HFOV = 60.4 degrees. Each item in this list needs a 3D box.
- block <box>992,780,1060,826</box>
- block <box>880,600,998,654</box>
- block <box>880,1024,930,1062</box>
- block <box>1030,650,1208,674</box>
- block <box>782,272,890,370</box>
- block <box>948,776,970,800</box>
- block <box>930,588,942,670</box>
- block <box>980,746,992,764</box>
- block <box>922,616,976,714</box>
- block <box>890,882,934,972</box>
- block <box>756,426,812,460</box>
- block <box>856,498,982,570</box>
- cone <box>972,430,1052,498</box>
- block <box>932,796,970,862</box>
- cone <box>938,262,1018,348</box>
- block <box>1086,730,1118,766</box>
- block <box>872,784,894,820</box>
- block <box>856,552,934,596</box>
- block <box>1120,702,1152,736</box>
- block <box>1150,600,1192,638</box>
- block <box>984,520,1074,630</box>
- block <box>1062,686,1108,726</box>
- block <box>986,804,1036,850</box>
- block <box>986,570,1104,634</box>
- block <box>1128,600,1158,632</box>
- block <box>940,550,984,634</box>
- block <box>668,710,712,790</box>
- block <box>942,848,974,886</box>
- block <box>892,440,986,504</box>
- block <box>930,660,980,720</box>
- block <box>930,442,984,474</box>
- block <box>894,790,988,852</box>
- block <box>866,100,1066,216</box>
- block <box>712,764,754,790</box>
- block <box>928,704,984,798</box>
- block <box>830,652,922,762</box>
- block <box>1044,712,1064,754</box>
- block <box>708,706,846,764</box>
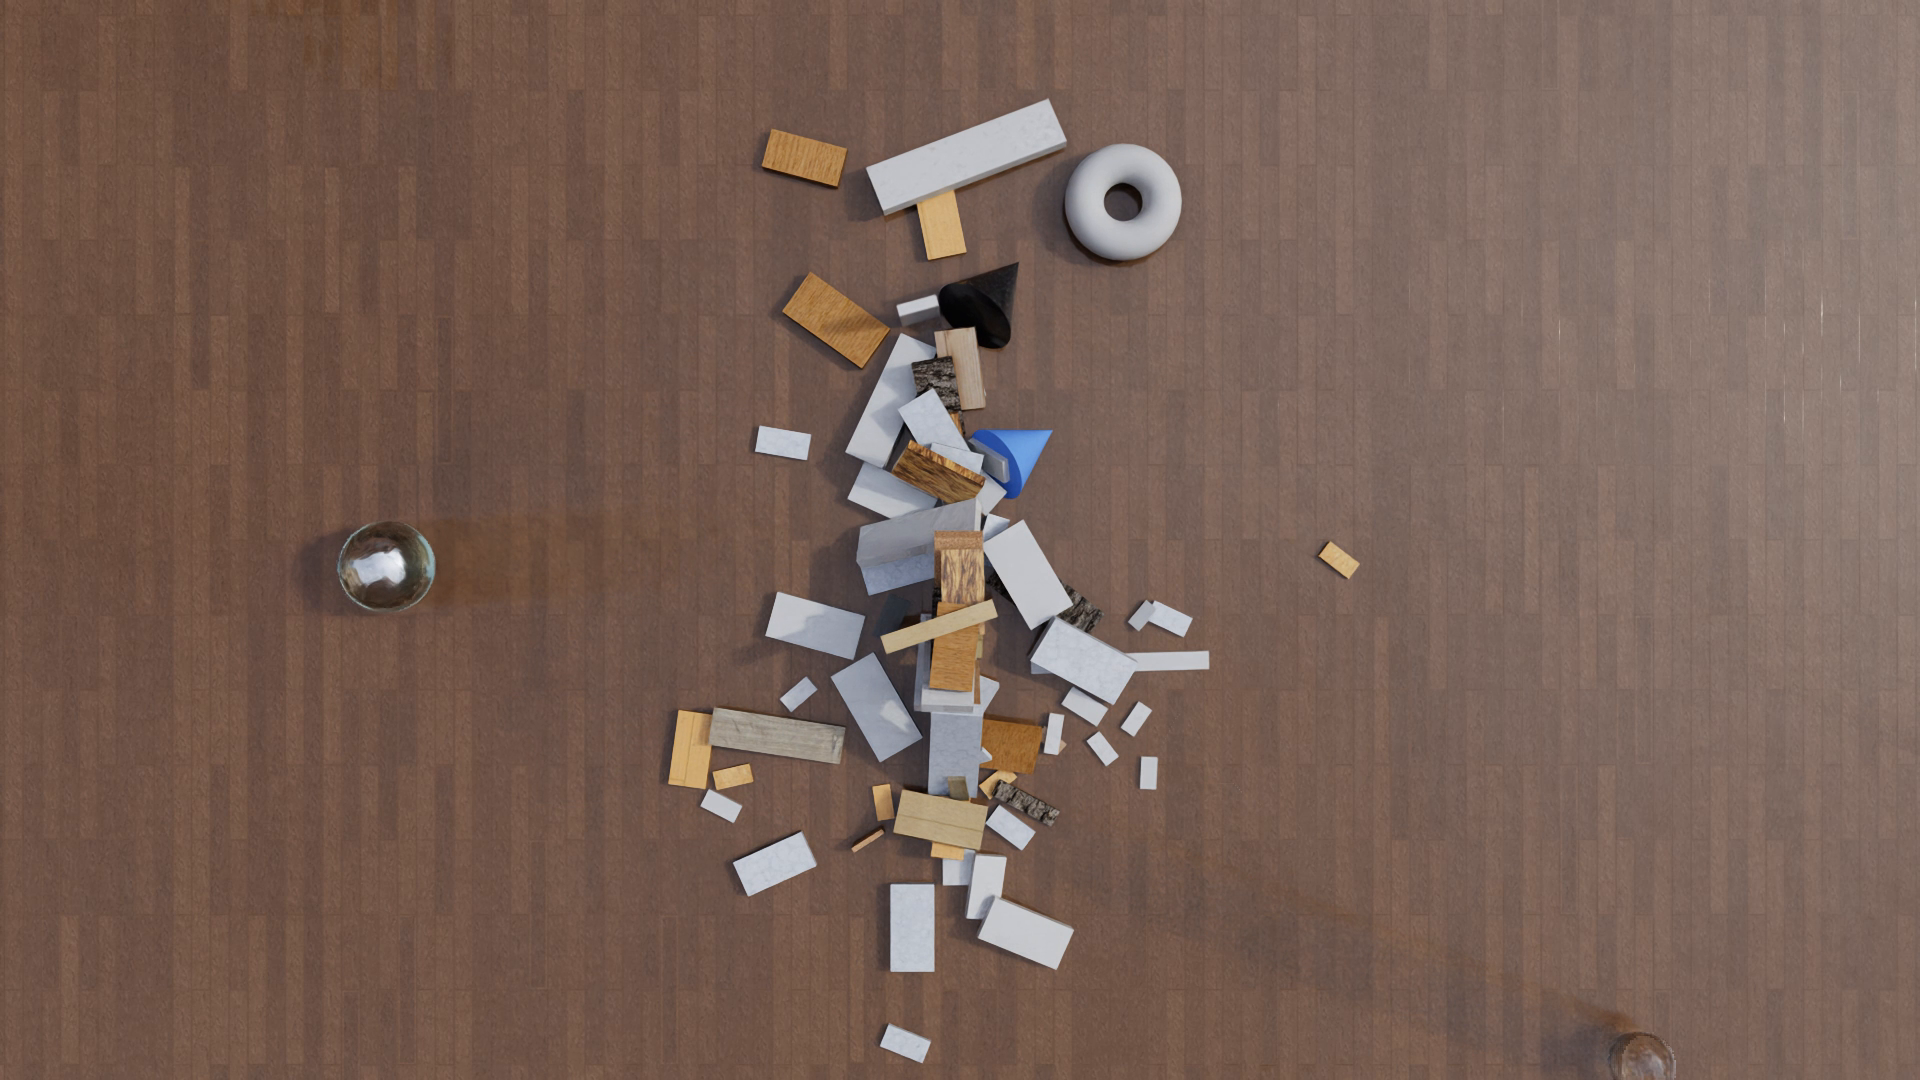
[{"bbox_3d":[0.218,0.873,5.482,0.227,0.017,0.058,28,92,-4],"label":"block"},{"bbox_3d":[-0.064,0.267,5.084,0.362,0.016,0.058,-18,88,-1],"label":"block"},{"bbox_3d":[-0.181,1.675,5.489,0.152,0.022,0.076,22,90,0],"label":"block"},{"bbox_3d":[0.532,0.408,5.492,0.591,0.017,0.059,-2,90,0],"label":"block"},{"bbox_3d":[-0.410,-0.728,5.477,0.324,0.046,0.162,36,90,0],"label":"block"},{"bbox_3d":[-0.005,0.816,5.412,0.059,0.118,0.017,-2,47,7],"label":"block"},{"bbox_3d":[-0.023,0.282,5.193,0.133,0.038,0.265,1,69,0],"label":"block"},{"bbox_3d":[0.039,0.713,5.389,0.117,0.017,0.058,-21,132,25],"label":"block"},{"bbox_3d":[-0.034,0.392,5.206,0.162,0.046,0.323,2,55,0],"label":"block"},{"bbox_3d":[-0.158,1.285,5.480,0.144,0.041,0.288,0,90,0],"label":"block"},{"bbox_3d":[-0.587,-0.322,5.488,0.173,0.024,0.086,10,90,0],"label":"block"},{"bbox_3d":[-0.134,-0.021,5.357,0.417,0.043,0.151,-14,46,19],"label":"block"},{"bbox_3d":[0.214,-0.307,5.443,0.254,0.254,0.254,-32,90,-27],"label":"cone"},{"bbox_3d":[-0.030,0.946,5.448,0.107,0.030,0.213,6,71,3],"label":"block"},{"bbox_3d":[0.122,-0.828,5.438,0.278,0.278,0.278,37,63,0],"label":"cone"},{"bbox_3d":[0.475,0.694,5.492,0.053,0.015,0.106,-38,90,0],"label":"block"},{"bbox_3d":[-0.254,0.873,5.492,0.058,0.016,0.115,-9,90,0],"label":"block"},{"bbox_3d":[-0.177,0.070,5.444,0.302,0.043,0.151,-16,92,12],"label":"block"},{"bbox_3d":[0.587,0.595,5.492,0.053,0.015,0.106,35,90,0],"label":"block"},{"bbox_3d":[0.695,0.262,5.490,0.140,0.020,0.070,25,90,0],"label":"block"},{"bbox_3d":[0.219,0.114,5.426,0.162,0.046,0.325,-31,92,0],"label":"block"},{"bbox_3d":[0.415,0.553,5.490,0.140,0.020,0.070,32,90,0],"label":"block"},{"bbox_3d":[0.168,0.956,5.489,0.152,0.022,0.076,37,90,0],"label":"block"},{"bbox_3d":[0.283,0.194,5.477,0.374,0.046,0.162,38,90,0],"label":"block"},{"bbox_3d":[0.607,0.251,5.479,0.048,0.014,0.095,42,97,23],"label":"block"},{"bbox_3d":[0.009,0.163,5.153,0.133,0.038,0.265,-1,88,-1],"label":"block"},{"bbox_3d":[-0.888,0.695,5.483,0.123,0.035,0.247,8,90,0],"label":"block"},{"bbox_3d":[-0.004,1.038,5.485,0.107,0.030,0.213,-1,90,0],"label":"block"},{"bbox_3d":[-0.070,-0.207,5.319,0.274,0.039,0.137,26,135,-10],"label":"block"},{"bbox_3d":[-0.015,0.542,5.396,0.163,0.046,0.327,-2,121,0],"label":"block"},{"bbox_3d":[-0.015,-0.254,5.337,0.173,0.024,0.086,14,97,3],"label":"block"},{"bbox_3d":[-0.063,0.922,5.420,0.288,0.041,0.144,11,71,4],"label":"block"},{"bbox_3d":[0.021,-1.265,5.450,0.647,0.046,0.162,-21,78,-2],"label":"block"},{"bbox_3d":[-0.755,0.787,5.491,0.124,0.018,0.062,-13,90,0],"label":"block"},{"bbox_3d":[-0.016,0.679,5.311,0.162,0.453,0.046,4,47,1],"label":"block"},{"bbox_3d":[-0.275,0.553,5.477,0.163,0.046,0.327,-30,90,0],"label":"block"},{"bbox_3d":[0.312,0.644,5.480,0.048,0.014,0.133,9,90,0],"label":"block"},{"bbox_3d":[-0.606,0.647,5.465,0.438,0.035,0.123,9,90,-5],"label":"block"}]
